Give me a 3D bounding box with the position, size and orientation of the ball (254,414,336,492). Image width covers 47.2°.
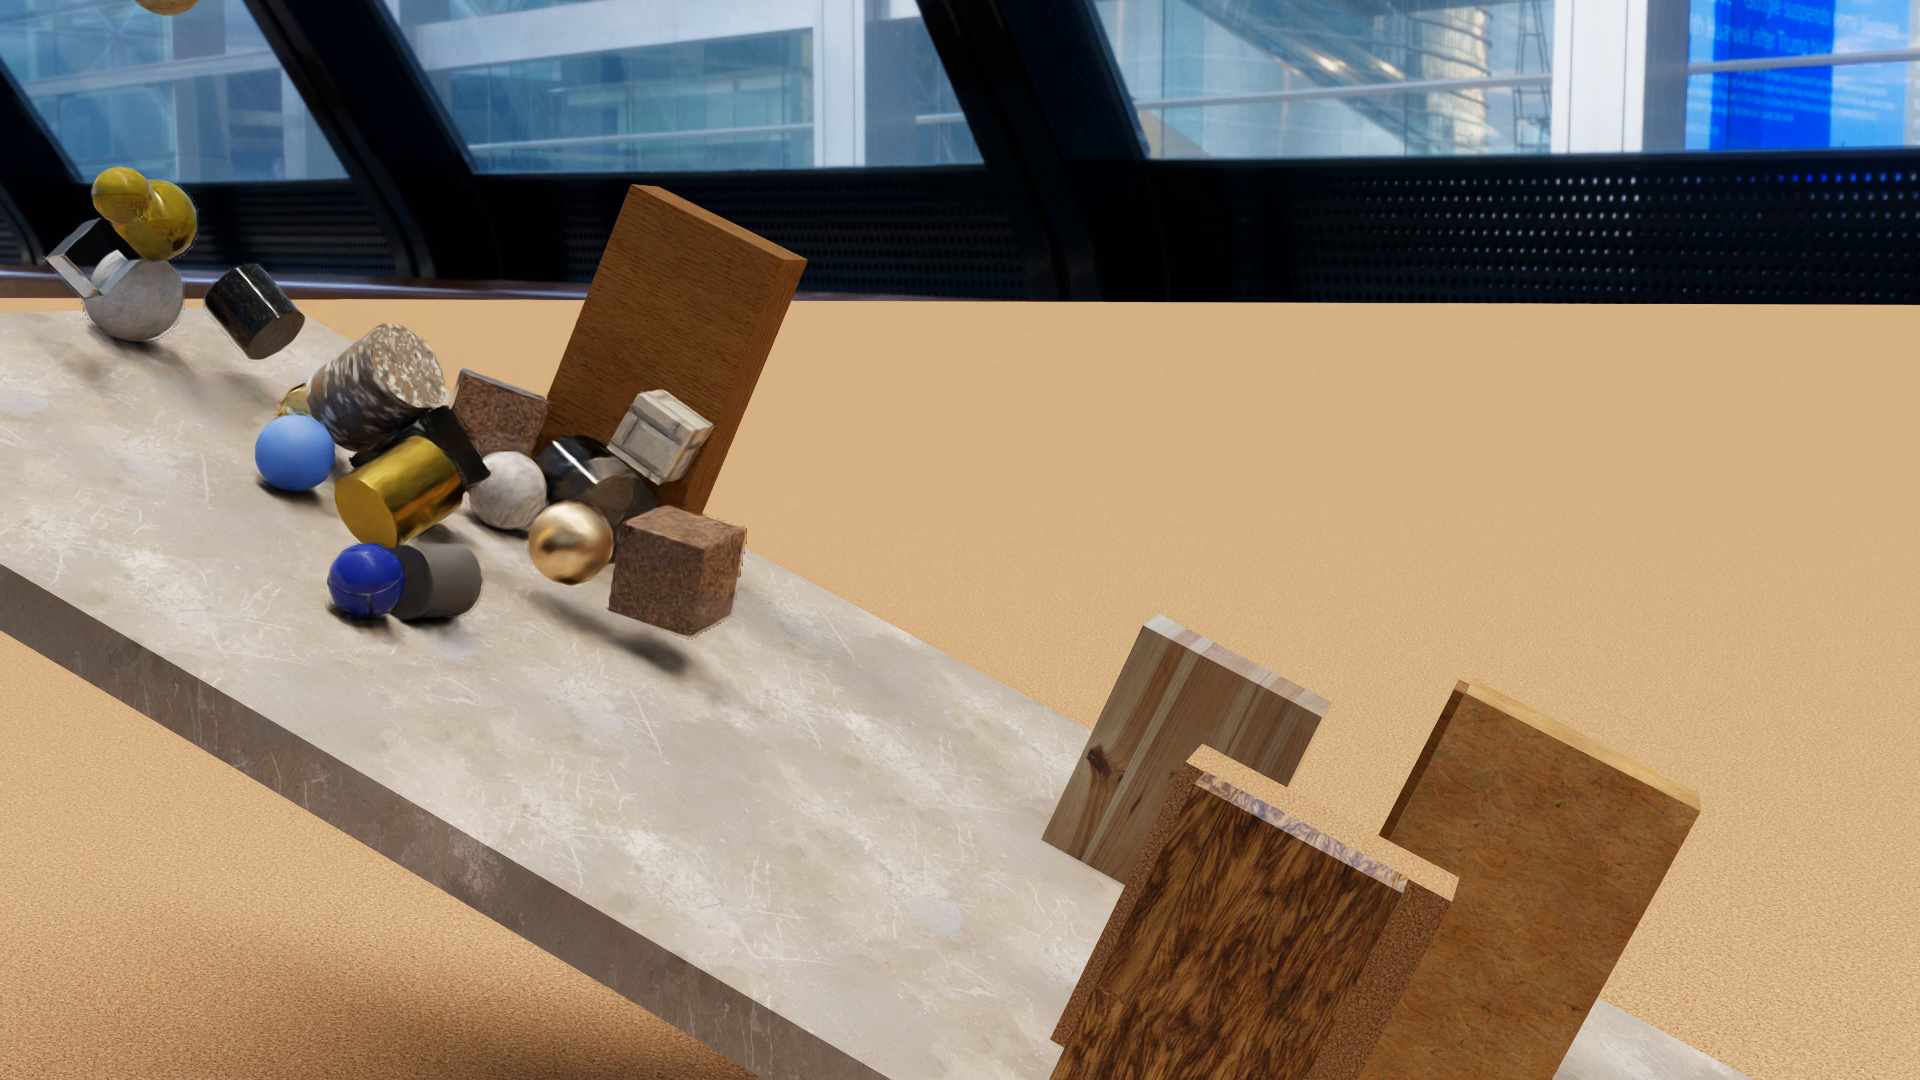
[{"bbox_3d":[-1.295,-0.169,4.284,0.151,0.151,0.151,0,7,0],"label":"ball"}]

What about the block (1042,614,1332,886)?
[{"bbox_3d":[0.434,0.444,4.219,0.373,0.472,0.144,27,14,12],"label":"block"}]

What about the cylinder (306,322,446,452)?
[{"bbox_3d":[-1.168,-0.304,4.399,0.192,0.192,0.192,-29,-7,27],"label":"cylinder"}]

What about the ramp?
[{"bbox_3d":[-0.270,0.462,4.173,4.000,0.100,2.000,27,14,12],"label":"ramp"}]

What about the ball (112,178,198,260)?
[{"bbox_3d":[-1.698,-0.675,4.637,0.172,0.172,0.172,0,7,0],"label":"ball"}]

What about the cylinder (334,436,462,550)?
[{"bbox_3d":[-1.034,-0.083,4.055,0.163,0.163,0.163,6,33,39],"label":"cylinder"}]

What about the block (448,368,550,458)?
[{"bbox_3d":[-1.040,-0.251,4.870,0.194,0.194,0.194,20,3,-17],"label":"block"}]

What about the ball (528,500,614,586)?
[{"bbox_3d":[-0.756,0.005,4.276,0.165,0.165,0.165,0,7,0],"label":"ball"}]

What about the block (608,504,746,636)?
[{"bbox_3d":[-0.549,0.057,4.271,0.179,0.179,0.179,17,18,16],"label":"block"}]

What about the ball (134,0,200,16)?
[{"bbox_3d":[-1.648,-1.173,4.558,0.167,0.167,0.167,0,7,0],"label":"ball"}]

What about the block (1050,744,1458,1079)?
[{"bbox_3d":[0.451,0.648,3.397,0.439,0.502,0.136,27,14,12],"label":"block"}]

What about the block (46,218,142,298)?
[{"bbox_3d":[-1.751,-0.570,4.446,0.110,0.110,0.110,2,48,49],"label":"block"}]

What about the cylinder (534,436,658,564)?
[{"bbox_3d":[-0.791,-0.087,4.717,0.210,0.210,0.210,-5,29,-36],"label":"cylinder"}]

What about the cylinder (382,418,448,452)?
[{"bbox_3d":[-1.155,-0.183,4.634,0.113,0.113,0.113,26,18,-9],"label":"cylinder"}]

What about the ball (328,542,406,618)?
[{"bbox_3d":[-1.037,0.071,3.843,0.133,0.133,0.133,0,7,0],"label":"ball"}]

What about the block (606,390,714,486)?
[{"bbox_3d":[-0.651,-0.225,4.784,0.142,0.142,0.142,35,15,8],"label":"block"}]

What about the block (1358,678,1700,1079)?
[{"bbox_3d":[0.878,0.648,3.681,0.406,0.712,0.137,27,14,12],"label":"block"}]

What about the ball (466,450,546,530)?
[{"bbox_3d":[-0.949,-0.105,4.605,0.165,0.165,0.165,0,7,0],"label":"ball"}]

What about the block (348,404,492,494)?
[{"bbox_3d":[-1.076,-0.145,4.391,0.168,0.168,0.168,-31,5,12],"label":"block"}]

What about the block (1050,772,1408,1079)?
[{"bbox_3d":[0.367,0.651,3.132,0.318,0.552,0.082,27,14,12],"label":"block"}]

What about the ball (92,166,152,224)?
[{"bbox_3d":[-1.630,-0.671,4.277,0.111,0.111,0.111,0,7,0],"label":"ball"}]

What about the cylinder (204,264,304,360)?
[{"bbox_3d":[-1.518,-0.491,4.734,0.147,0.147,0.147,-41,-9,-8],"label":"cylinder"}]

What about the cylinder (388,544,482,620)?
[{"bbox_3d":[-0.958,0.074,3.967,0.133,0.133,0.133,4,3,28],"label":"cylinder"}]

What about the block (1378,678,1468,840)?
[{"bbox_3d":[0.981,0.607,4.295,0.310,0.584,0.112,27,14,12],"label":"block"}]

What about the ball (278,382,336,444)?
[{"bbox_3d":[-1.340,-0.255,4.556,0.143,0.143,0.143,0,7,0],"label":"ball"}]

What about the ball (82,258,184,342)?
[{"bbox_3d":[-1.776,-0.529,4.724,0.203,0.203,0.203,0,7,0],"label":"ball"}]

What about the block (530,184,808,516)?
[{"bbox_3d":[-0.673,-0.379,4.928,0.394,0.723,0.146,27,14,12],"label":"block"}]

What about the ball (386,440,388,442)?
[{"bbox_3d":[-1.262,-0.299,4.806,0.168,0.168,0.168,0,7,0],"label":"ball"}]
